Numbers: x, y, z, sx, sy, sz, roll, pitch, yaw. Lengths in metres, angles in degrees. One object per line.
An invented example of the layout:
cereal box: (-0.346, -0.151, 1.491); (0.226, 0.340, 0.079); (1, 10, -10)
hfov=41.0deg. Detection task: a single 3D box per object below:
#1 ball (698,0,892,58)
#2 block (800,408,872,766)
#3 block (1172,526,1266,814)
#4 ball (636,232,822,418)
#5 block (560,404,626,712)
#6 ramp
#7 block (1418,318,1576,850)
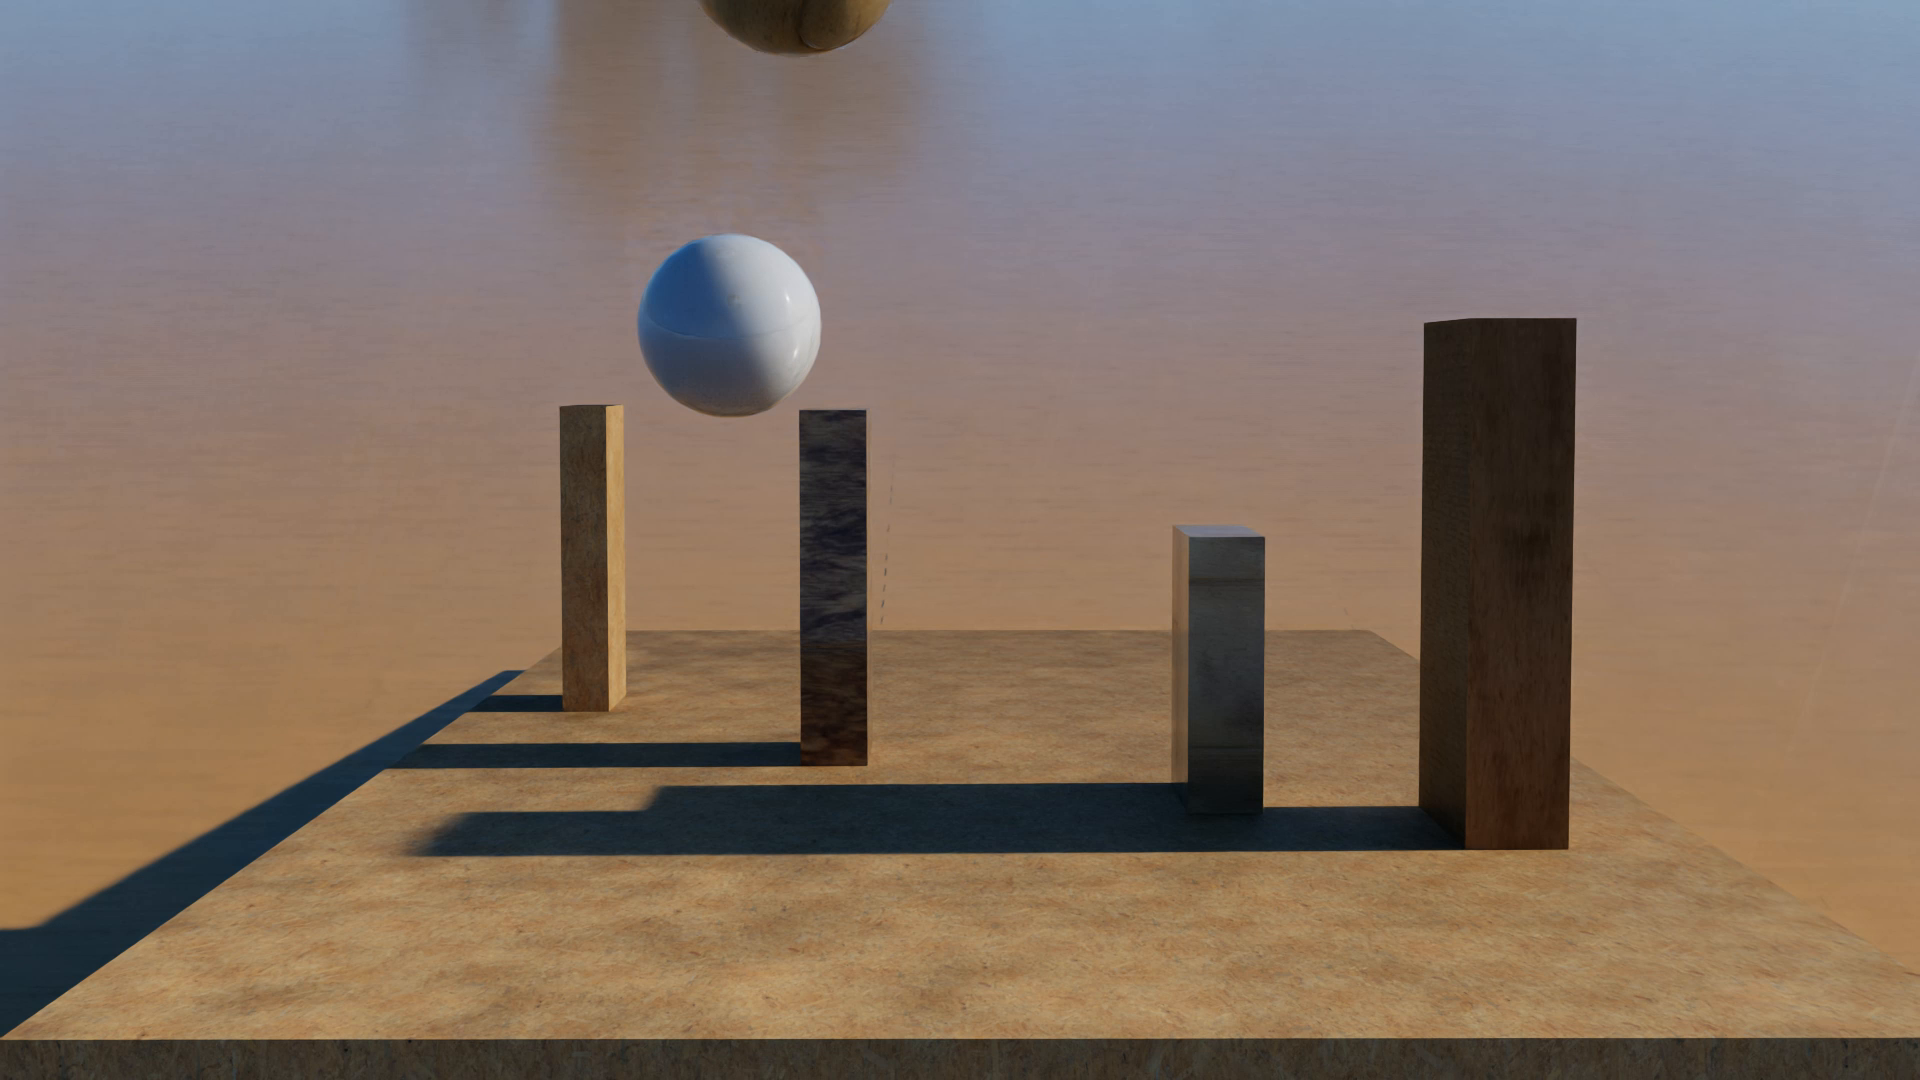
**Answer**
ball: (-0.135, -0.486, 2.084); (0.185, 0.185, 0.185); (0, 19, 0)
block: (-0.211, 0.072, 4.405); (0.111, 0.594, 0.280); (0, 4, 0)
block: (0.395, 0.192, 3.955); (0.113, 0.413, 0.290); (0, 4, 0)
ball: (-0.238, -0.221, 2.648); (0.190, 0.190, 0.190); (0, 19, 0)
block: (-0.725, 0.029, 5.082); (0.089, 0.590, 0.260); (0, 4, 0)
ramp: (0.046, 0.411, 4.537); (2.000, 0.100, 4.000); (0, 4, 0)
block: (0.767, 0.051, 3.689); (0.142, 0.730, 0.357); (0, 4, 0)
